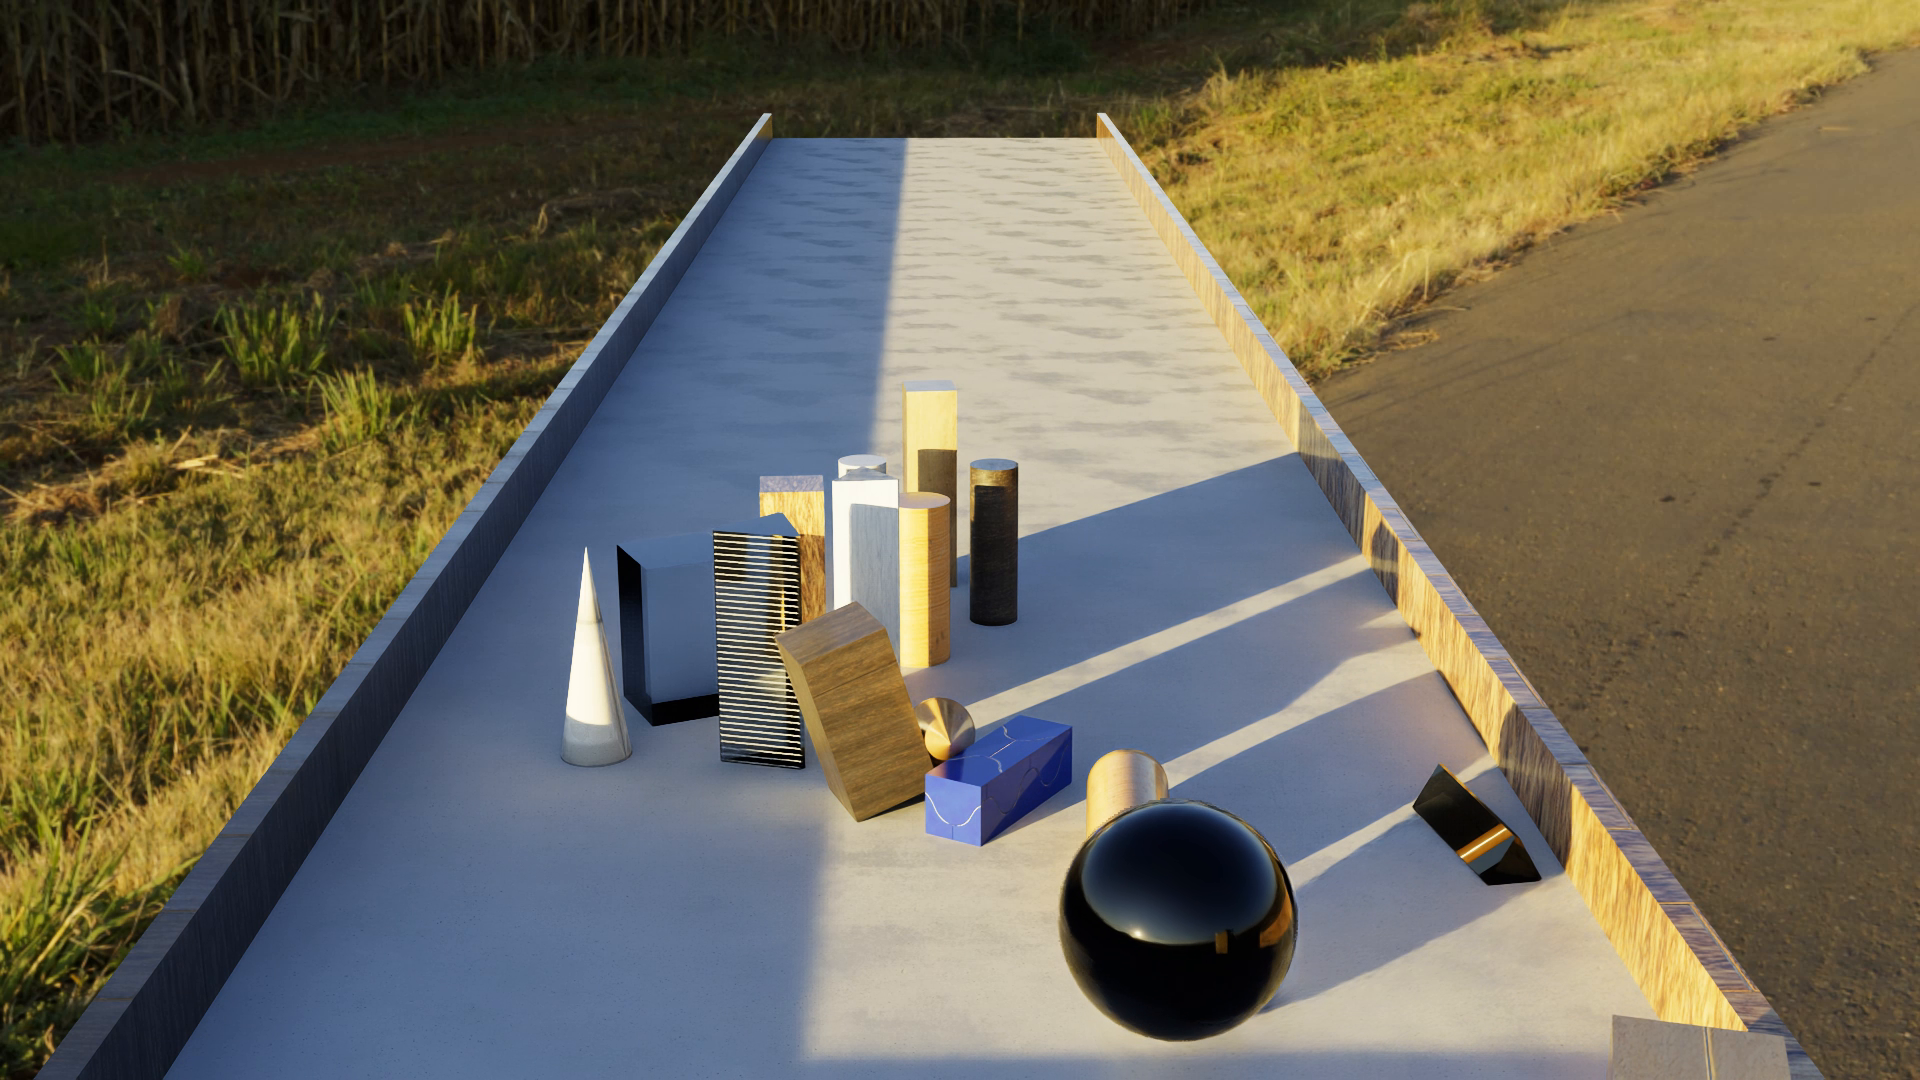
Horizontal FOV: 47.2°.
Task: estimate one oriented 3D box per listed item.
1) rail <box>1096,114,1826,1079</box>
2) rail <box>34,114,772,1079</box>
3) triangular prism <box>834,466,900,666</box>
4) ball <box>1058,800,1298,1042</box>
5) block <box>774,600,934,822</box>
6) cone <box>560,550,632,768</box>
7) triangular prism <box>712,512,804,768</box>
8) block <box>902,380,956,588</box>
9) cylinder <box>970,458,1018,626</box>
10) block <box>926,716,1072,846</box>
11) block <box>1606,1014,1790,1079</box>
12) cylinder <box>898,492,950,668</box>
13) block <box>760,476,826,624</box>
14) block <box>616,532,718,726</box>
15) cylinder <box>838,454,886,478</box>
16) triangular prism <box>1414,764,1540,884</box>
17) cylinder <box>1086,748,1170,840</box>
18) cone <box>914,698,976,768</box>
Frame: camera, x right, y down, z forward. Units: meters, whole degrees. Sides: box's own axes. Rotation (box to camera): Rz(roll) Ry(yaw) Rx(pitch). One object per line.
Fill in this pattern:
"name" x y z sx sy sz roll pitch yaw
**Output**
"rail" 0.932 -0.844 7.801 0.050 0.150 12.000 0 17 -1
"rail" -1.118 -0.838 7.780 0.050 0.150 12.000 0 17 -1
"triangular prism" -0.177 0.091 4.137 0.120 0.447 0.104 -2 17 -6
"ball" 0.292 0.510 2.951 0.321 0.321 0.321 0 17 0
"block" -0.173 0.285 3.678 0.152 0.304 0.152 -23 23 -14
"cone" -0.651 0.197 3.883 0.127 0.389 0.127 0 17 0
"triangular prism" -0.334 0.174 3.891 0.155 0.427 0.134 4 17 14
"block" -0.067 -0.123 4.858 0.109 0.445 0.109 -2 17 -6
"cylinder" 0.071 0.005 4.618 0.102 0.338 0.102 0 17 0
"block" 0.068 0.401 3.696 0.105 0.105 0.311 10 19 30
"block" 0.767 0.697 2.321 0.175 0.320 0.175 4 17 15
"cylinder" -0.083 0.079 4.388 0.127 0.327 0.127 0 17 0
"block" -0.331 0.064 4.374 0.124 0.364 0.124 -1 17 -4
"block" -0.526 0.165 4.137 0.178 0.305 0.178 -8 18 -25
"cylinder" -0.203 -0.002 4.632 0.101 0.342 0.101 0 17 0
"triangular prism" 0.834 0.454 3.557 0.090 0.078 0.302 -3 17 -10
"cylinder" 0.264 0.461 3.441 0.134 0.134 0.382 1 17 3
"cone" -0.025 0.330 3.650 0.127 0.127 0.443 -1 -3 -3
